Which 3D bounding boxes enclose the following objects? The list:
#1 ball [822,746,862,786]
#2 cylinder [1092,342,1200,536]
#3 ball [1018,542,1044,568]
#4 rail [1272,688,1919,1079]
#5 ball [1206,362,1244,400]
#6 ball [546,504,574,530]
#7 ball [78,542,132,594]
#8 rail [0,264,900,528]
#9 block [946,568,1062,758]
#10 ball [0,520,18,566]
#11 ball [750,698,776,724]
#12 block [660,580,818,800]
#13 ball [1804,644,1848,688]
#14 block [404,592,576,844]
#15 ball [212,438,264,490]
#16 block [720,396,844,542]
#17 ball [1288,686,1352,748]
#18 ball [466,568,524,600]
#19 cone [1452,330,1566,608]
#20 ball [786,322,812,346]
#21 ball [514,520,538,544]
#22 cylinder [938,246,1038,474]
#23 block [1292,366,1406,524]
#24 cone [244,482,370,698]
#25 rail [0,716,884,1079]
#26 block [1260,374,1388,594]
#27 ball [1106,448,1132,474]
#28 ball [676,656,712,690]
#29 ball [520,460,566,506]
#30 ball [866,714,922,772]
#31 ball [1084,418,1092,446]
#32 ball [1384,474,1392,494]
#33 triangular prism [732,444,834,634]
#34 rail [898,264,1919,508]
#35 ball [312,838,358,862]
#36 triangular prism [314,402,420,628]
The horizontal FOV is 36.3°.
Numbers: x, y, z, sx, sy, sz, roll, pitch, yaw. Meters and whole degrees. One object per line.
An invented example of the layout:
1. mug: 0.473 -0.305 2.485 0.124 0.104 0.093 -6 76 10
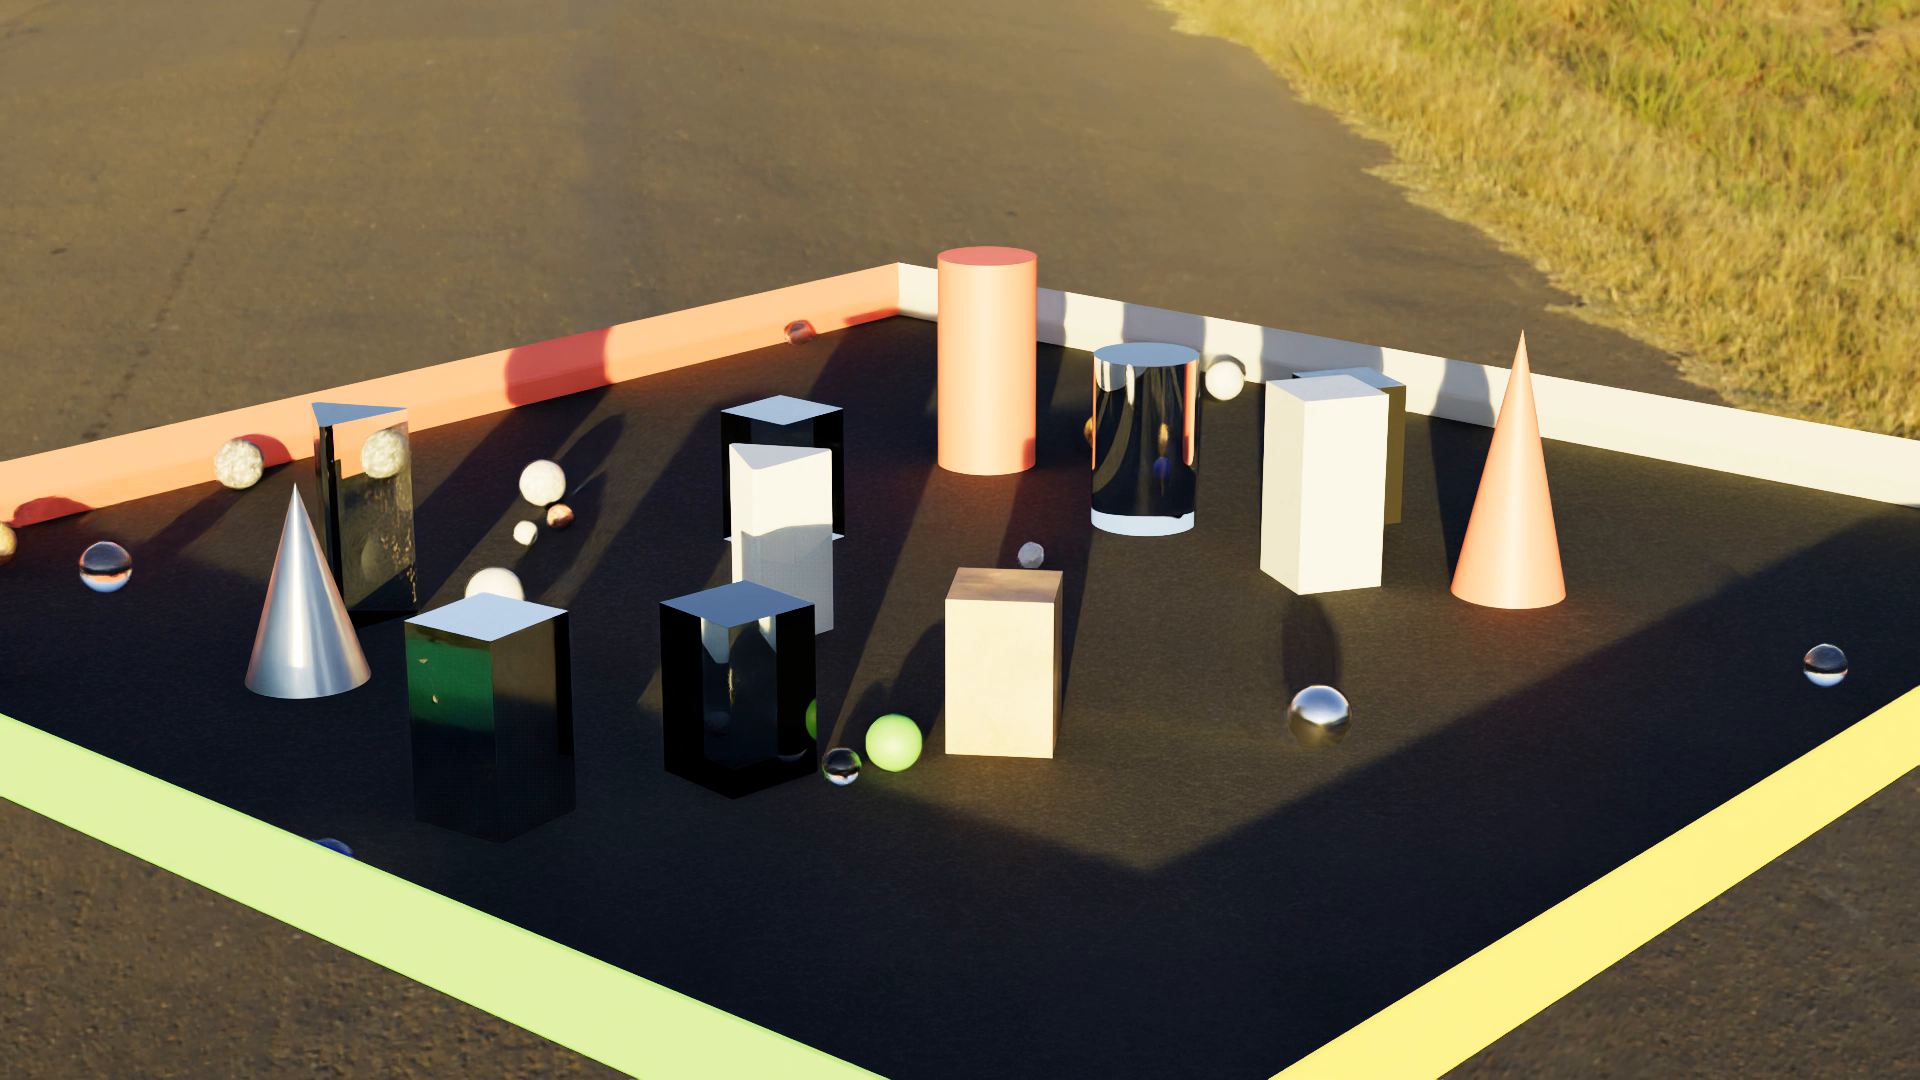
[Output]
1. ball: -0.172 0.329 4.267 0.056 0.056 0.056 0 17 0
2. cylinder: 0.349 -0.192 5.529 0.200 0.325 0.200 0 17 0
3. ball: 0.129 0.028 5.282 0.047 0.047 0.047 0 17 0
4. rail: 1.203 0.334 4.120 0.045 0.130 3.254 14 22 39
5. ball: 0.584 -0.352 6.476 0.086 0.086 0.086 0 17 0
6. ball: -0.752 -0.043 5.514 0.049 0.049 0.049 0 17 0
7. ball: -1.498 0.048 5.139 0.091 0.091 0.091 0 17 0
8. rail: -1.203 -0.269 6.120 0.045 0.130 3.254 14 22 39
9. block: 0.068 0.184 4.426 0.160 0.243 0.160 2 17 6
10. ball: -1.745 0.006 5.283 0.089 0.089 0.089 0 17 0
11. ball: -0.303 0.263 4.511 0.040 0.040 0.040 0 17 0
12. block: -0.323 0.216 4.286 0.160 0.260 0.160 -15 22 -41
13. ball: 1.379 0.200 4.672 0.068 0.068 0.068 0 17 0
14. block: -0.658 0.247 4.121 0.160 0.296 0.160 11 20 32
15. ball: -1.422 -0.150 5.780 0.099 0.099 0.099 0 17 0
16. block: -0.328 -0.122 5.436 0.160 0.246 0.160 14 22 38
17. ball: 0.540 0.266 4.407 0.096 0.096 0.096 0 17 0
18. ball: -0.787 0.096 4.965 0.100 0.100 0.100 0 17 0
19. cone: 0.964 -0.136 5.090 0.200 0.470 0.200 0 17 0
20. ball: -0.384 -0.490 6.979 0.061 0.061 0.061 0 17 0
21. ball: -0.802 -0.013 5.422 0.045 0.045 0.045 0 17 0
22. cylinder: 0.055 -0.363 5.924 0.200 0.426 0.200 0 17 0
23. block: 0.734 -0.175 5.573 0.160 0.268 0.160 -6 18 -19
24. cone: -1.049 0.065 4.674 0.200 0.327 0.200 0 17 0
25. rail: -1.051 0.382 3.961 3.234 0.130 0.045 14 22 39
26. block: 0.643 -0.100 5.184 0.160 0.348 0.160 -6 18 -18
27. ball: 0.320 -0.160 5.898 0.052 0.052 0.052 0 17 0
28. ball: -0.422 0.212 4.657 0.055 0.055 0.055 0 17 0
29. ball: -0.805 -0.109 5.665 0.089 0.089 0.089 0 17 0
30. ball: -0.097 0.298 4.320 0.084 0.084 0.084 0 17 0
31. ball: 0.292 -0.225 6.083 0.070 0.070 0.070 0 17 0
32. ball: 0.821 -0.111 5.741 0.049 0.049 0.049 0 17 0
33. triangular prism: -0.328 0.003 4.905 0.150 0.312 0.173 15 22 41
34. rail: 1.051 -0.317 6.279 3.234 0.130 0.045 14 22 39
35. ball: -0.835 0.435 3.864 0.085 0.085 0.085 0 17 0
36. triangular prism: -1.045 -0.047 4.988 0.150 0.360 0.173 16 23 42
